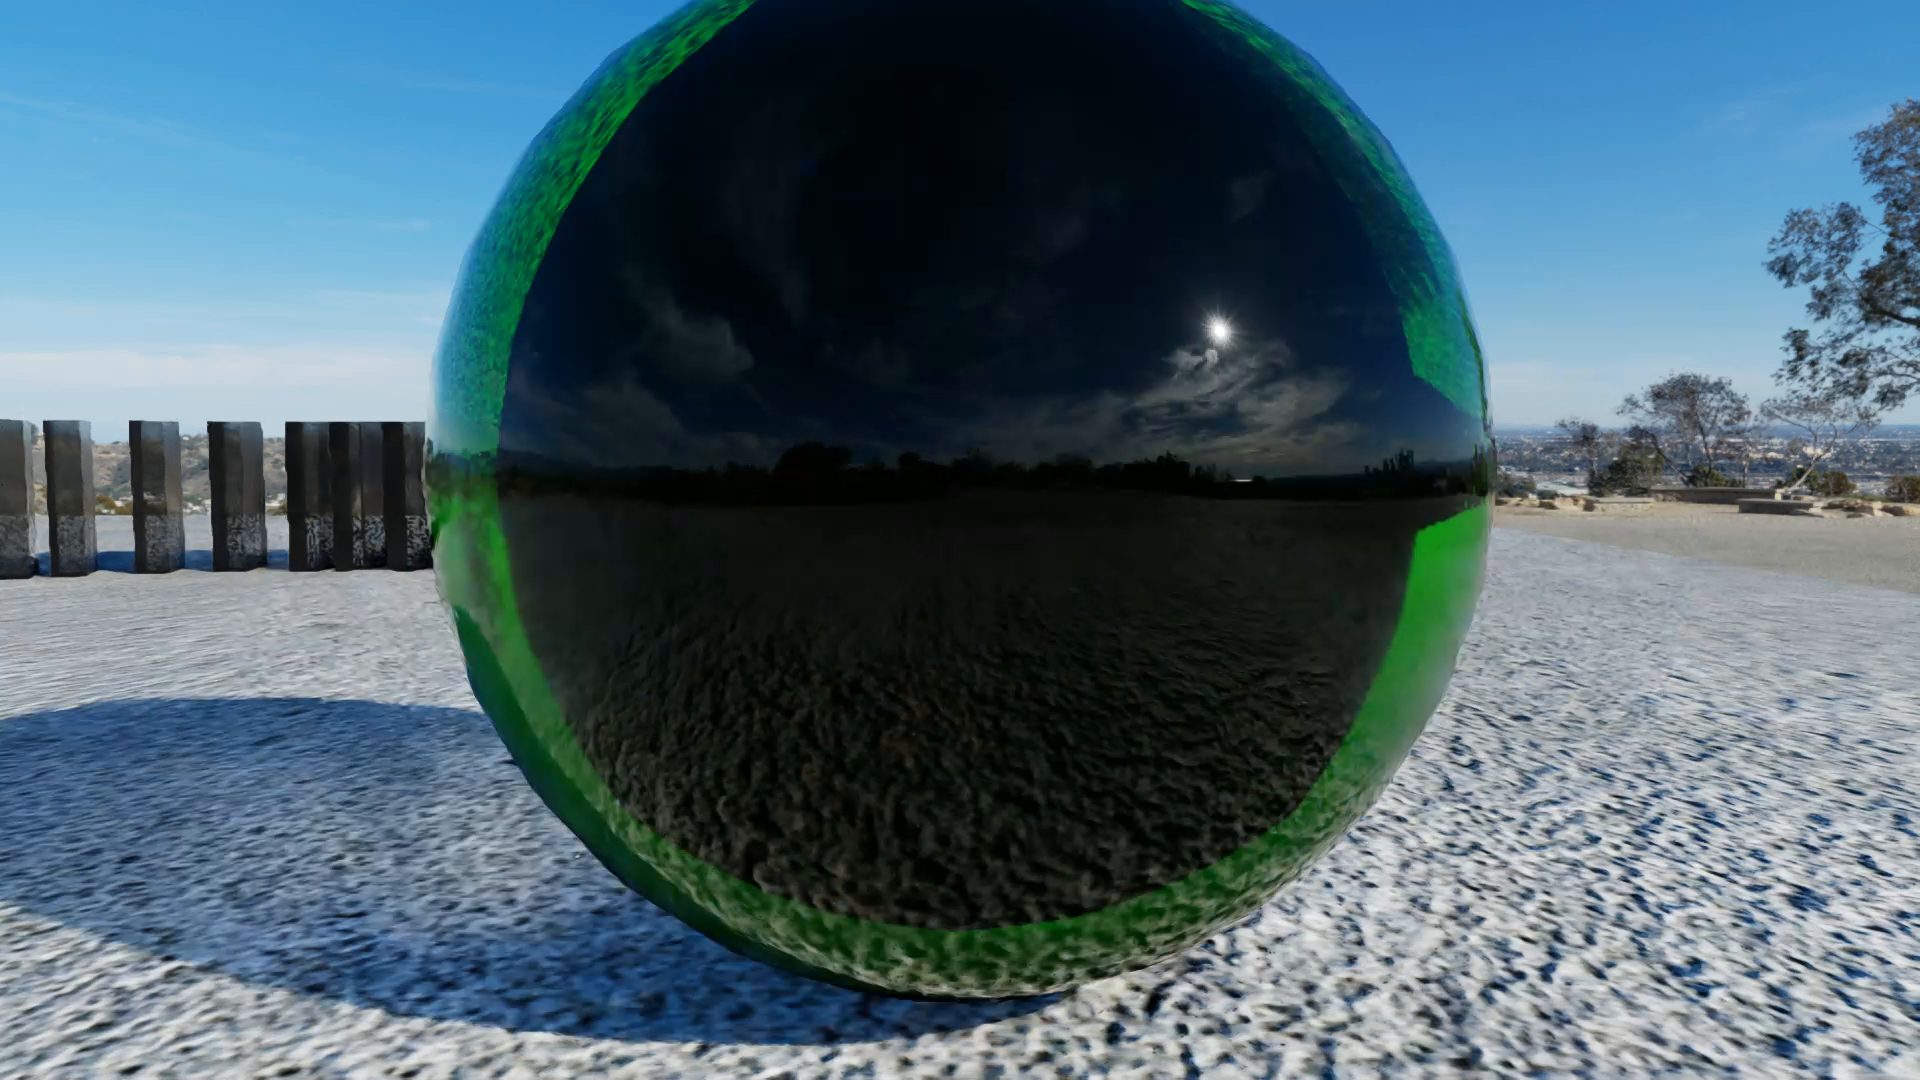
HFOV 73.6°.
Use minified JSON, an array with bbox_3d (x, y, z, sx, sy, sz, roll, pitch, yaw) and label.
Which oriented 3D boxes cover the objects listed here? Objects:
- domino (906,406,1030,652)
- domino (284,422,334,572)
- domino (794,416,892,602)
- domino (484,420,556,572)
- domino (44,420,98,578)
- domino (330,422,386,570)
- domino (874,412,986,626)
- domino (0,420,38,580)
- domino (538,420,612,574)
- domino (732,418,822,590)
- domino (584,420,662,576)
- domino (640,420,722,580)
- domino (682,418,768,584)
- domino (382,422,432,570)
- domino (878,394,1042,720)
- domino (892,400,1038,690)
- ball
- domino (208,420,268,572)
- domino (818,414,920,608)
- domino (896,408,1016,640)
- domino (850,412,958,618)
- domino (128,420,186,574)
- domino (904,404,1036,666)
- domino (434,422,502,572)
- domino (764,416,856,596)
[{"bbox_3d":[0.002,-0.002,0.265,0.025,0.050,0.010,0,4,-4],"label":"domino"},{"bbox_3d":[-0.221,-0.015,0.441,0.009,0.050,0.025,0,4,-6],"label":"domino"},{"bbox_3d":[-0.032,-0.009,0.355,0.025,0.050,0.009,-3,5,-35],"label":"domino"},{"bbox_3d":[-0.149,-0.015,0.436,0.009,0.050,0.025,1,4,14],"label":"domino"},{"bbox_3d":[-0.291,-0.014,0.420,0.009,0.050,0.025,-2,5,-27],"label":"domino"},{"bbox_3d":[-0.206,-0.016,0.442,0.010,0.050,0.025,0,4,-2],"label":"domino"},{"bbox_3d":[-0.007,-0.005,0.305,0.025,0.050,0.010,-1,5,-19],"label":"domino"},{"bbox_3d":[-0.304,-0.013,0.412,0.009,0.050,0.025,-3,5,-31],"label":"domino"},{"bbox_3d":[-0.129,-0.015,0.429,0.009,0.050,0.025,2,5,20],"label":"domino"},{"bbox_3d":[-0.054,-0.011,0.382,0.025,0.050,0.009,-4,6,-45],"label":"domino"},{"bbox_3d":[-0.110,-0.014,0.422,0.010,0.050,0.025,2,5,25],"label":"domino"},{"bbox_3d":[-0.089,-0.013,0.410,0.009,0.050,0.025,3,5,33],"label":"domino"},{"bbox_3d":[-0.073,-0.012,0.398,0.010,0.050,0.025,3,5,39],"label":"domino"},{"bbox_3d":[-0.187,-0.016,0.442,0.009,0.050,0.025,0,4,3],"label":"domino"},{"bbox_3d":[0.000,0.002,0.201,0.025,0.050,0.009,0,4,0],"label":"domino"},{"bbox_3d":[0.001,0.001,0.225,0.025,0.050,0.009,0,4,3],"label":"domino"},{"bbox_3d":[0.000,-0.005,0.103,0.080,0.080,0.080,0,4,0],"label":"ball"},{"bbox_3d":[-0.245,-0.015,0.436,0.009,0.050,0.025,-1,4,-13],"label":"domino"},{"bbox_3d":[-0.024,-0.008,0.343,0.025,0.050,0.009,-2,5,-30],"label":"domino"},{"bbox_3d":[-0.001,-0.004,0.284,0.025,0.050,0.010,-1,4,-13],"label":"domino"},{"bbox_3d":[-0.014,-0.007,0.323,0.025,0.050,0.009,-2,5,-24],"label":"domino"},{"bbox_3d":[-0.268,-0.015,0.429,0.009,0.050,0.025,-2,5,-20],"label":"domino"},{"bbox_3d":[0.002,-0.001,0.248,0.025,0.050,0.009,0,4,0],"label":"domino"},{"bbox_3d":[-0.168,-0.015,0.440,0.009,0.050,0.025,1,4,9],"label":"domino"},{"bbox_3d":[-0.043,-0.010,0.369,0.025,0.050,0.009,-4,6,-40],"label":"domino"}]
